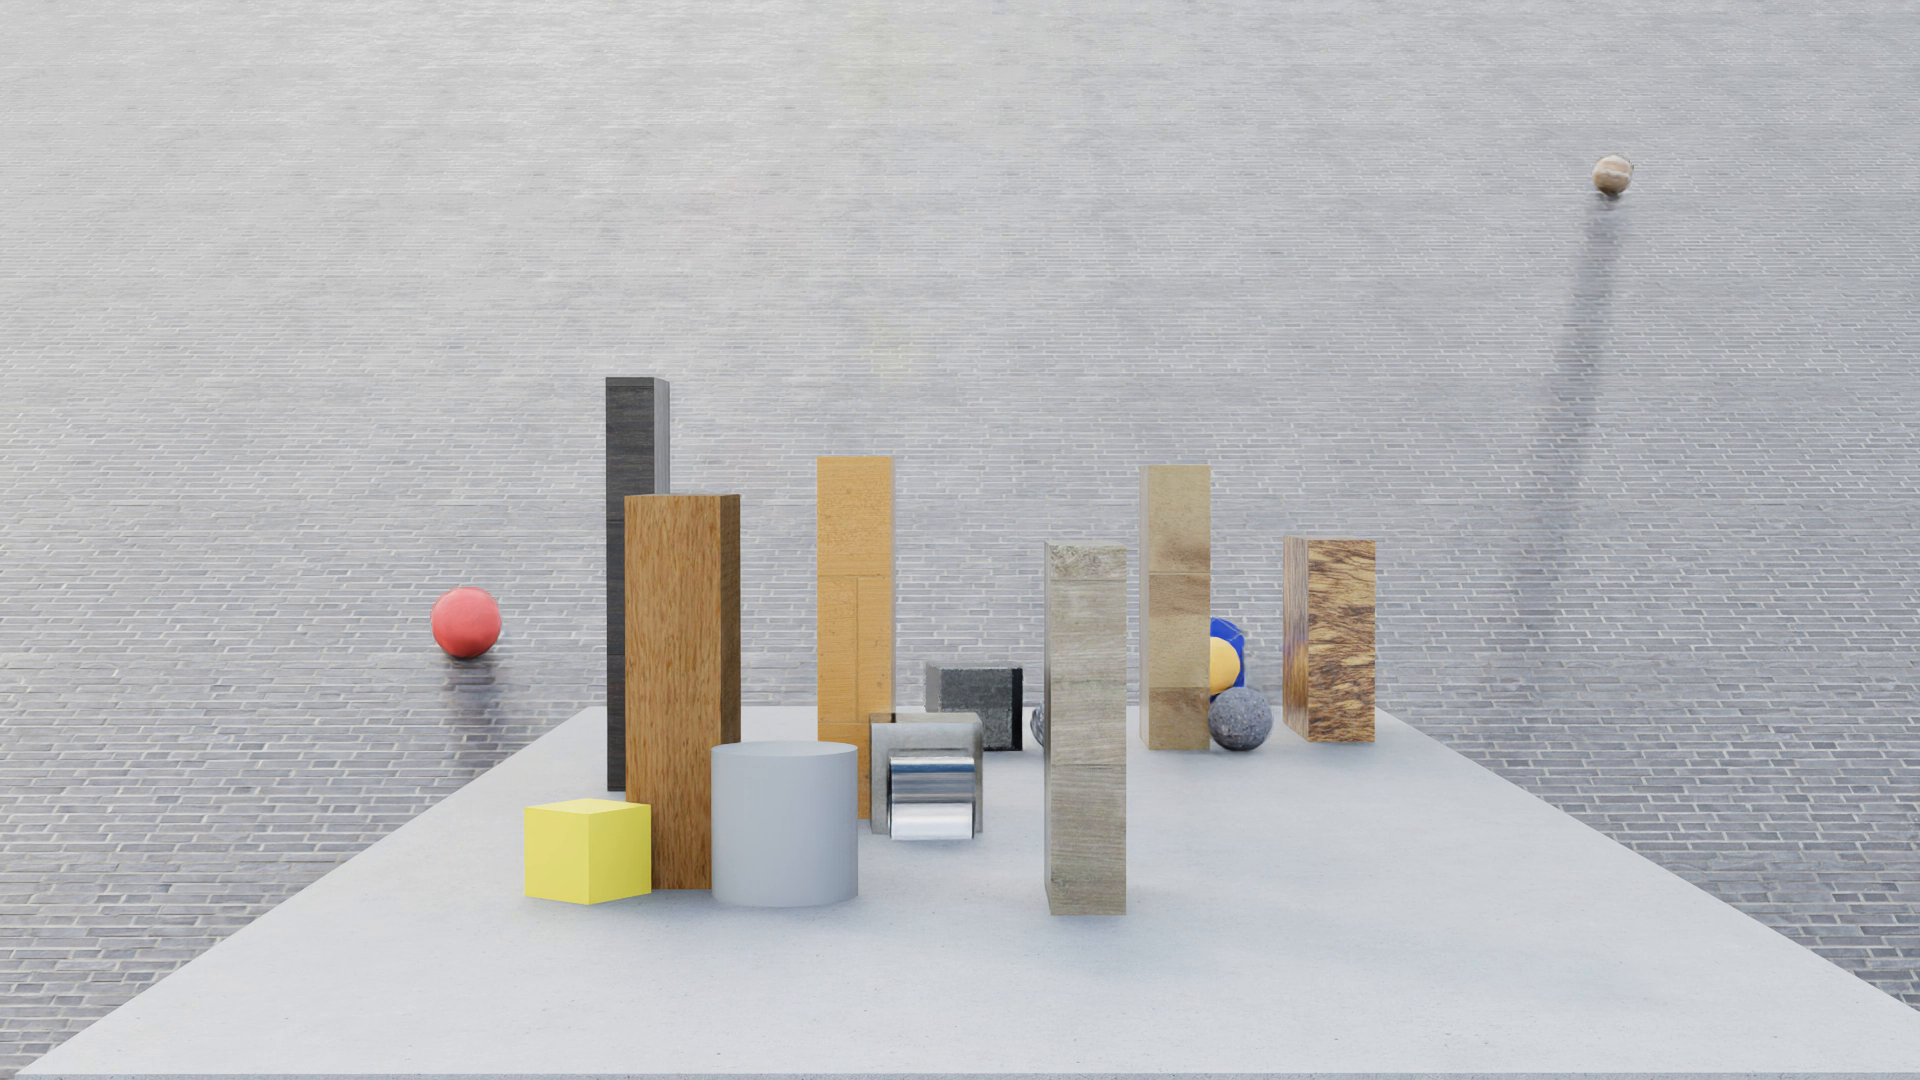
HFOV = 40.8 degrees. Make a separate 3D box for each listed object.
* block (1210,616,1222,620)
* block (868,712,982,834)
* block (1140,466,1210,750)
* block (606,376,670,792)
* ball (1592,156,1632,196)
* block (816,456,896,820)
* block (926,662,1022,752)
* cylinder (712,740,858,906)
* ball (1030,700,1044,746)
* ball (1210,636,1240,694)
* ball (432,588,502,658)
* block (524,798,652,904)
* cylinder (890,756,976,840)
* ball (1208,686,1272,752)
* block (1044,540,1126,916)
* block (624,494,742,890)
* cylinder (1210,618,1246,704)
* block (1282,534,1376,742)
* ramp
[{"bbox_3d":[0.637,0.279,6.940,0.117,0.117,0.117,12,28,23],"label":"block"},{"bbox_3d":[-0.059,0.391,4.343,0.183,0.183,0.183,0,2,-4],"label":"block"},{"bbox_3d":[0.470,0.141,5.668,0.131,0.610,0.295,0,2,0],"label":"block"},{"bbox_3d":[-0.614,0.080,4.940,0.091,0.774,0.261,0,2,0],"label":"block"},{"bbox_3d":[2.683,-1.499,10.604,0.160,0.160,0.160,0,26,0],"label":"ball"},{"bbox_3d":[-0.182,0.164,4.606,0.126,0.623,0.361,0,2,0],"label":"block"},{"bbox_3d":[0.030,0.360,5.579,0.178,0.178,0.178,0,2,-11],"label":"block"},{"bbox_3d":[-0.247,0.398,3.643,0.207,0.207,0.207,0,2,0],"label":"cylinder"},{"bbox_3d":[0.210,0.392,5.504,0.119,0.119,0.119,0,26,0],"label":"ball"},{"bbox_3d":[0.633,0.317,6.506,0.147,0.147,0.147,0,26,0],"label":"ball"},{"bbox_3d":[-1.334,0.225,6.970,0.187,0.187,0.187,0,26,0],"label":"ball"},{"bbox_3d":[-0.526,0.439,3.647,0.125,0.125,0.125,1,2,36],"label":"block"},{"bbox_3d":[-0.046,0.420,4.186,0.134,0.134,0.134,0,26,-4],"label":"cylinder"},{"bbox_3d":[0.596,0.382,5.491,0.139,0.139,0.139,0,26,0],"label":"ball"},{"bbox_3d":[0.173,0.253,3.600,0.102,0.498,0.267,0,2,0],"label":"block"},{"bbox_3d":[-0.410,0.214,3.854,0.136,0.563,0.342,0,2,0],"label":"block"},{"bbox_3d":[0.651,0.328,6.705,0.179,0.179,0.179,-5,44,5],"label":"cylinder"},{"bbox_3d":[0.841,0.217,5.908,0.147,0.446,0.448,0,2,0],"label":"block"},{"bbox_3d":[0.058,0.526,4.564,2.000,0.100,4.000,0,2,0],"label":"ramp"}]
